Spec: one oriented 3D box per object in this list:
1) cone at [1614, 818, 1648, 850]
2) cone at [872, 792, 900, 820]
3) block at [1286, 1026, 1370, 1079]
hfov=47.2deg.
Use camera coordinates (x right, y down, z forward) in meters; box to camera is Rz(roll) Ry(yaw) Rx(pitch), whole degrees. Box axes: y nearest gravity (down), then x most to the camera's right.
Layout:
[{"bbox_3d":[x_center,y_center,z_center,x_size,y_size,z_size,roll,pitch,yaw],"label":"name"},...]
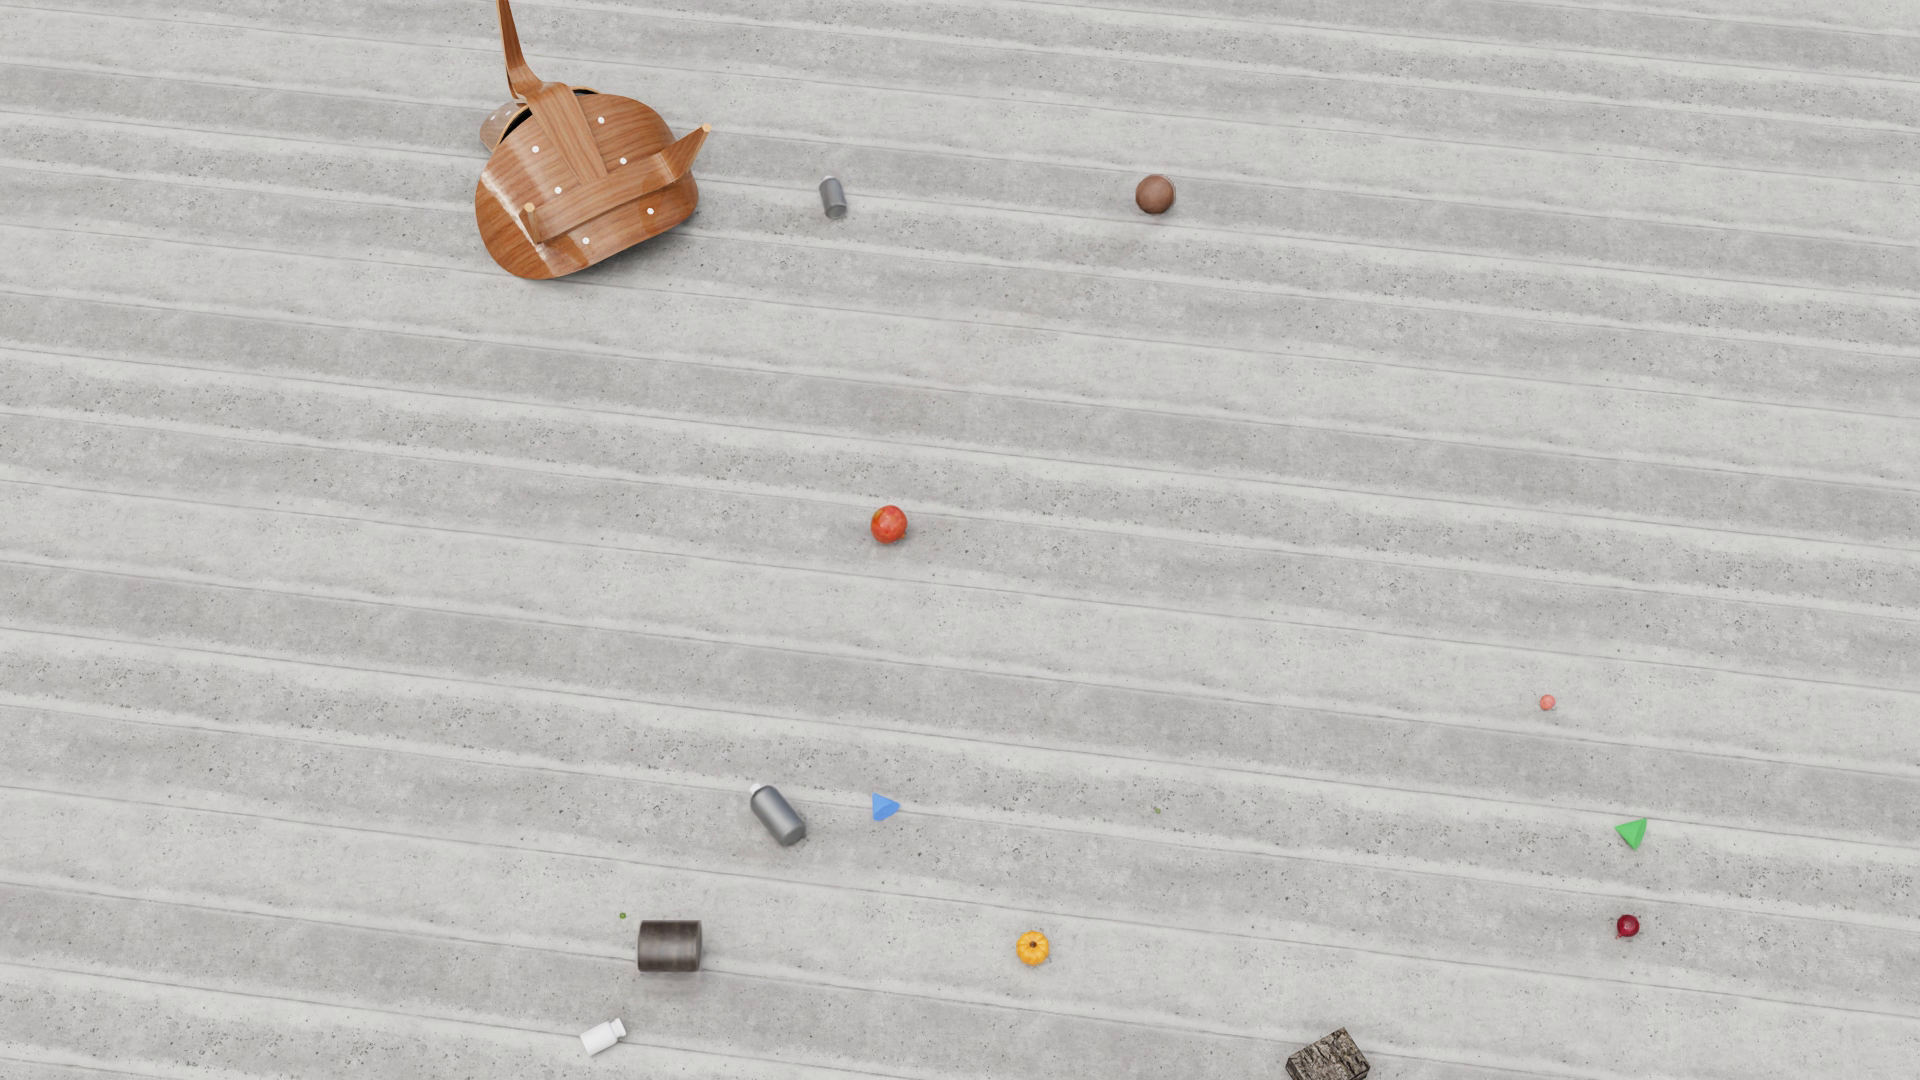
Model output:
[{"bbox_3d":[1.826,0.795,6.023,0.076,0.062,0.100,14,59,36],"label":"cone"},{"bbox_3d":[-0.222,0.723,6.074,0.085,0.049,0.086,-27,44,-15],"label":"cone"},{"bbox_3d":[0.940,1.348,5.621,0.168,0.081,0.122,-24,59,-15],"label":"block"}]
